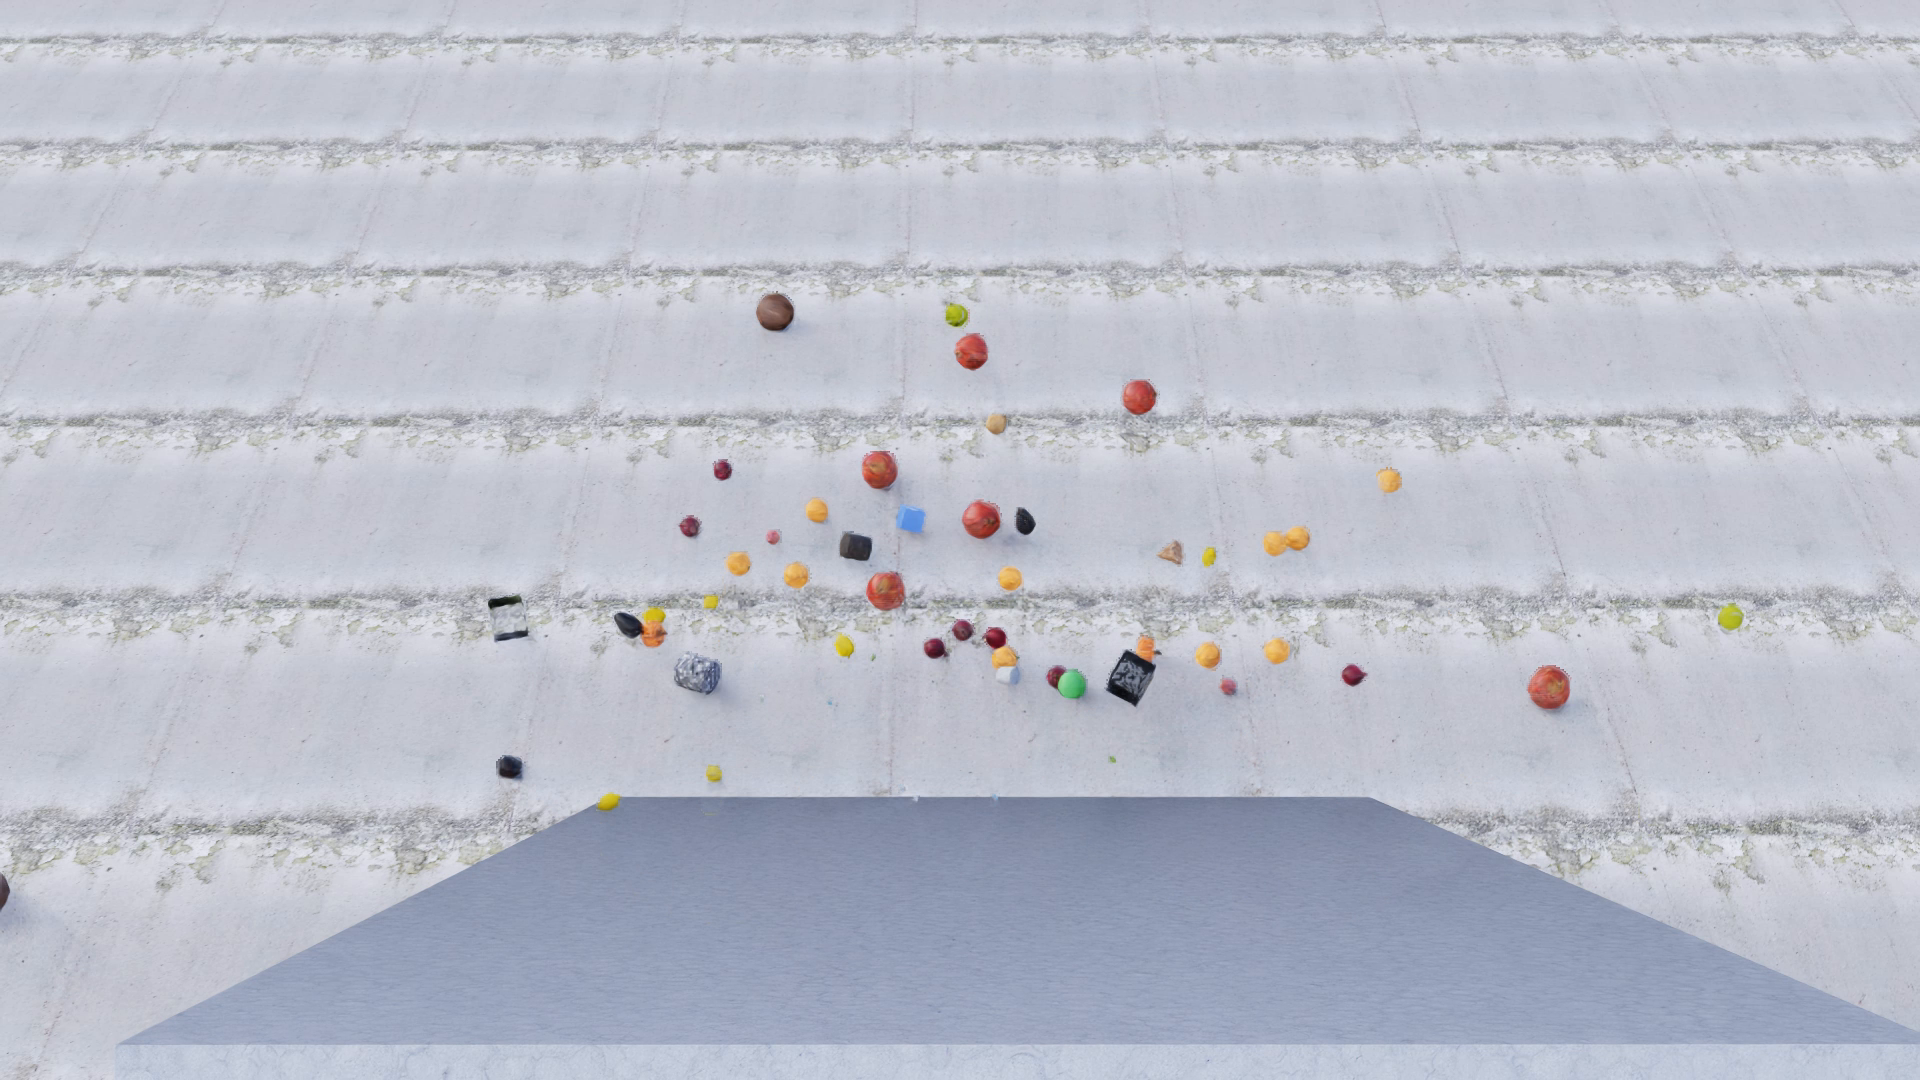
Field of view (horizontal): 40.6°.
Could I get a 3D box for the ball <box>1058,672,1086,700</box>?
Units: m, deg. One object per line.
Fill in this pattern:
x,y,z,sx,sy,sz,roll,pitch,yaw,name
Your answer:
0.314,0.407,7.280,0.078,0.078,0.078,0,35,0,ball

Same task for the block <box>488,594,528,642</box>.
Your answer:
-1.301,0.225,7.474,0.096,0.096,0.096,-10,20,-12,block

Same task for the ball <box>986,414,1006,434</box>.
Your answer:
0.117,-0.376,8.420,0.066,0.066,0.066,0,35,0,ball

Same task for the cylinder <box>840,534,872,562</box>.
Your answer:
-0.314,0.021,7.816,0.075,0.075,0.075,10,30,-23,cylinder

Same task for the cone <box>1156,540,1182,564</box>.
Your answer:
0.622,0.043,7.815,0.074,0.074,0.074,-10,29,27,cone

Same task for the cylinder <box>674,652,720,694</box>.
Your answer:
-0.741,0.377,7.316,0.096,0.096,0.096,16,38,23,cylinder

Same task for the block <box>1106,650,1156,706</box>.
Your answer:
0.475,0.384,7.213,0.096,0.096,0.096,28,66,10,block

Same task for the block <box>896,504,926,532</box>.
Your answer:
-0.151,-0.065,7.941,0.066,0.066,0.066,12,7,-17,block

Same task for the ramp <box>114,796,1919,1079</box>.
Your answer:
0.077,0.663,4.832,2.000,0.100,4.000,0,-2,0,ramp
